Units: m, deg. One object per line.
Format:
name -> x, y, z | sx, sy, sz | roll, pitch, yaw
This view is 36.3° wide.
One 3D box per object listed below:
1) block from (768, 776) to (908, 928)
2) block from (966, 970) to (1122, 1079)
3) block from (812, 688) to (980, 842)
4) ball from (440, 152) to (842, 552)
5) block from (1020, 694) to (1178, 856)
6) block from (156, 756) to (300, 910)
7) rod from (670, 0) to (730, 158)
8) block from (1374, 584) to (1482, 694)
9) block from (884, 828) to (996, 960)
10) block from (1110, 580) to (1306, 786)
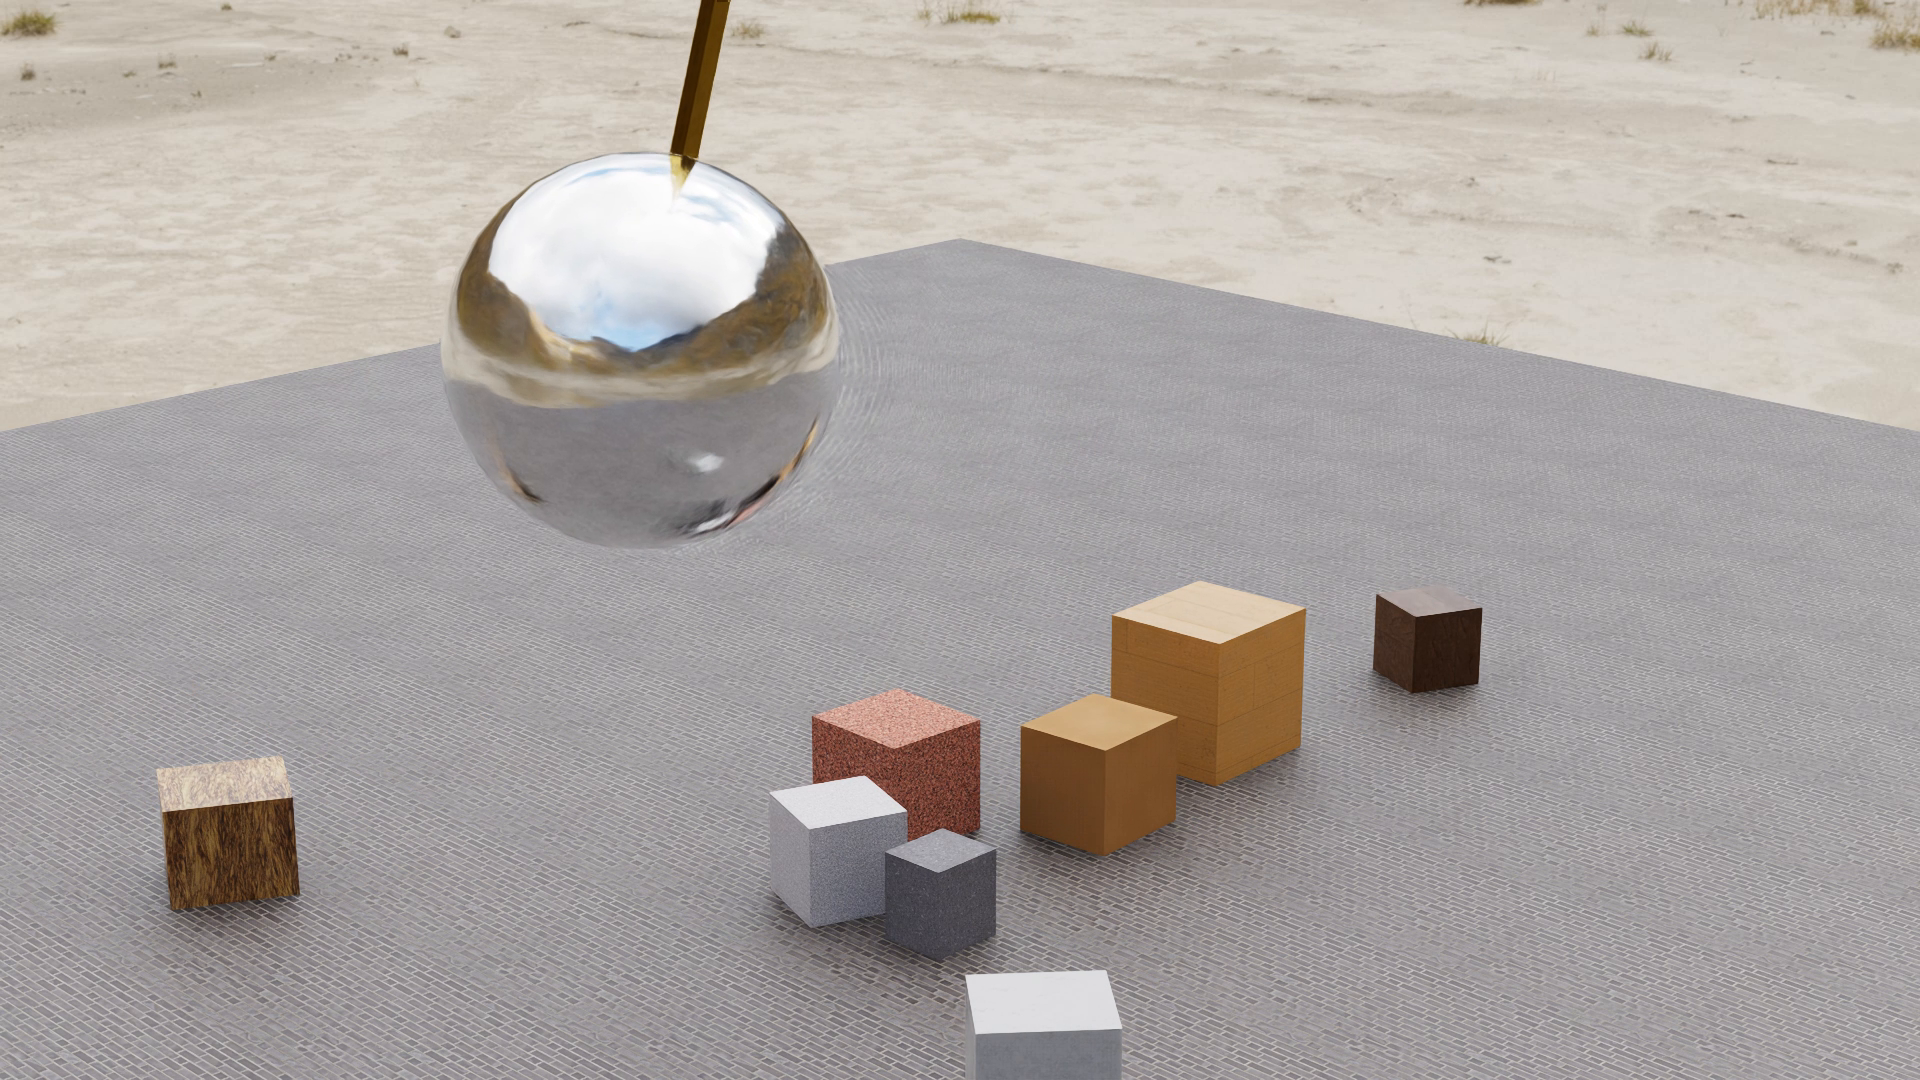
block -> -0.545, 1.391, 13.135 | 0.471, 0.471, 0.466 | -8, 19, -24
block -> 0.308, 1.995, 11.062 | 0.541, 0.561, 0.490 | -1, 17, -4
block -> -0.302, 1.103, 13.909 | 0.547, 0.555, 0.580 | -16, 23, -41
ball -> -1.273, -0.754, 11.770 | 1.600, 1.600, 1.600 | 0, 17, 0
block -> 0.660, 1.109, 13.935 | 0.502, 0.529, 0.566 | 14, 22, 38
block -> -3.331, 1.326, 13.338 | 0.564, 0.473, 0.527 | -5, 18, -17
rod -> -0.552, -4.065, 11.486 | 0.080, 5.200, 0.080 | 17, 6, 42
block -> 2.536, 0.535, 15.917 | 0.413, 0.435, 0.418 | -7, 19, -21
block -> -0.084, 1.539, 12.766 | 0.324, 0.409, 0.360 | 16, 23, 41
block -> 1.252, 0.713, 14.832 | 0.667, 0.745, 0.729 | 15, 23, 39
